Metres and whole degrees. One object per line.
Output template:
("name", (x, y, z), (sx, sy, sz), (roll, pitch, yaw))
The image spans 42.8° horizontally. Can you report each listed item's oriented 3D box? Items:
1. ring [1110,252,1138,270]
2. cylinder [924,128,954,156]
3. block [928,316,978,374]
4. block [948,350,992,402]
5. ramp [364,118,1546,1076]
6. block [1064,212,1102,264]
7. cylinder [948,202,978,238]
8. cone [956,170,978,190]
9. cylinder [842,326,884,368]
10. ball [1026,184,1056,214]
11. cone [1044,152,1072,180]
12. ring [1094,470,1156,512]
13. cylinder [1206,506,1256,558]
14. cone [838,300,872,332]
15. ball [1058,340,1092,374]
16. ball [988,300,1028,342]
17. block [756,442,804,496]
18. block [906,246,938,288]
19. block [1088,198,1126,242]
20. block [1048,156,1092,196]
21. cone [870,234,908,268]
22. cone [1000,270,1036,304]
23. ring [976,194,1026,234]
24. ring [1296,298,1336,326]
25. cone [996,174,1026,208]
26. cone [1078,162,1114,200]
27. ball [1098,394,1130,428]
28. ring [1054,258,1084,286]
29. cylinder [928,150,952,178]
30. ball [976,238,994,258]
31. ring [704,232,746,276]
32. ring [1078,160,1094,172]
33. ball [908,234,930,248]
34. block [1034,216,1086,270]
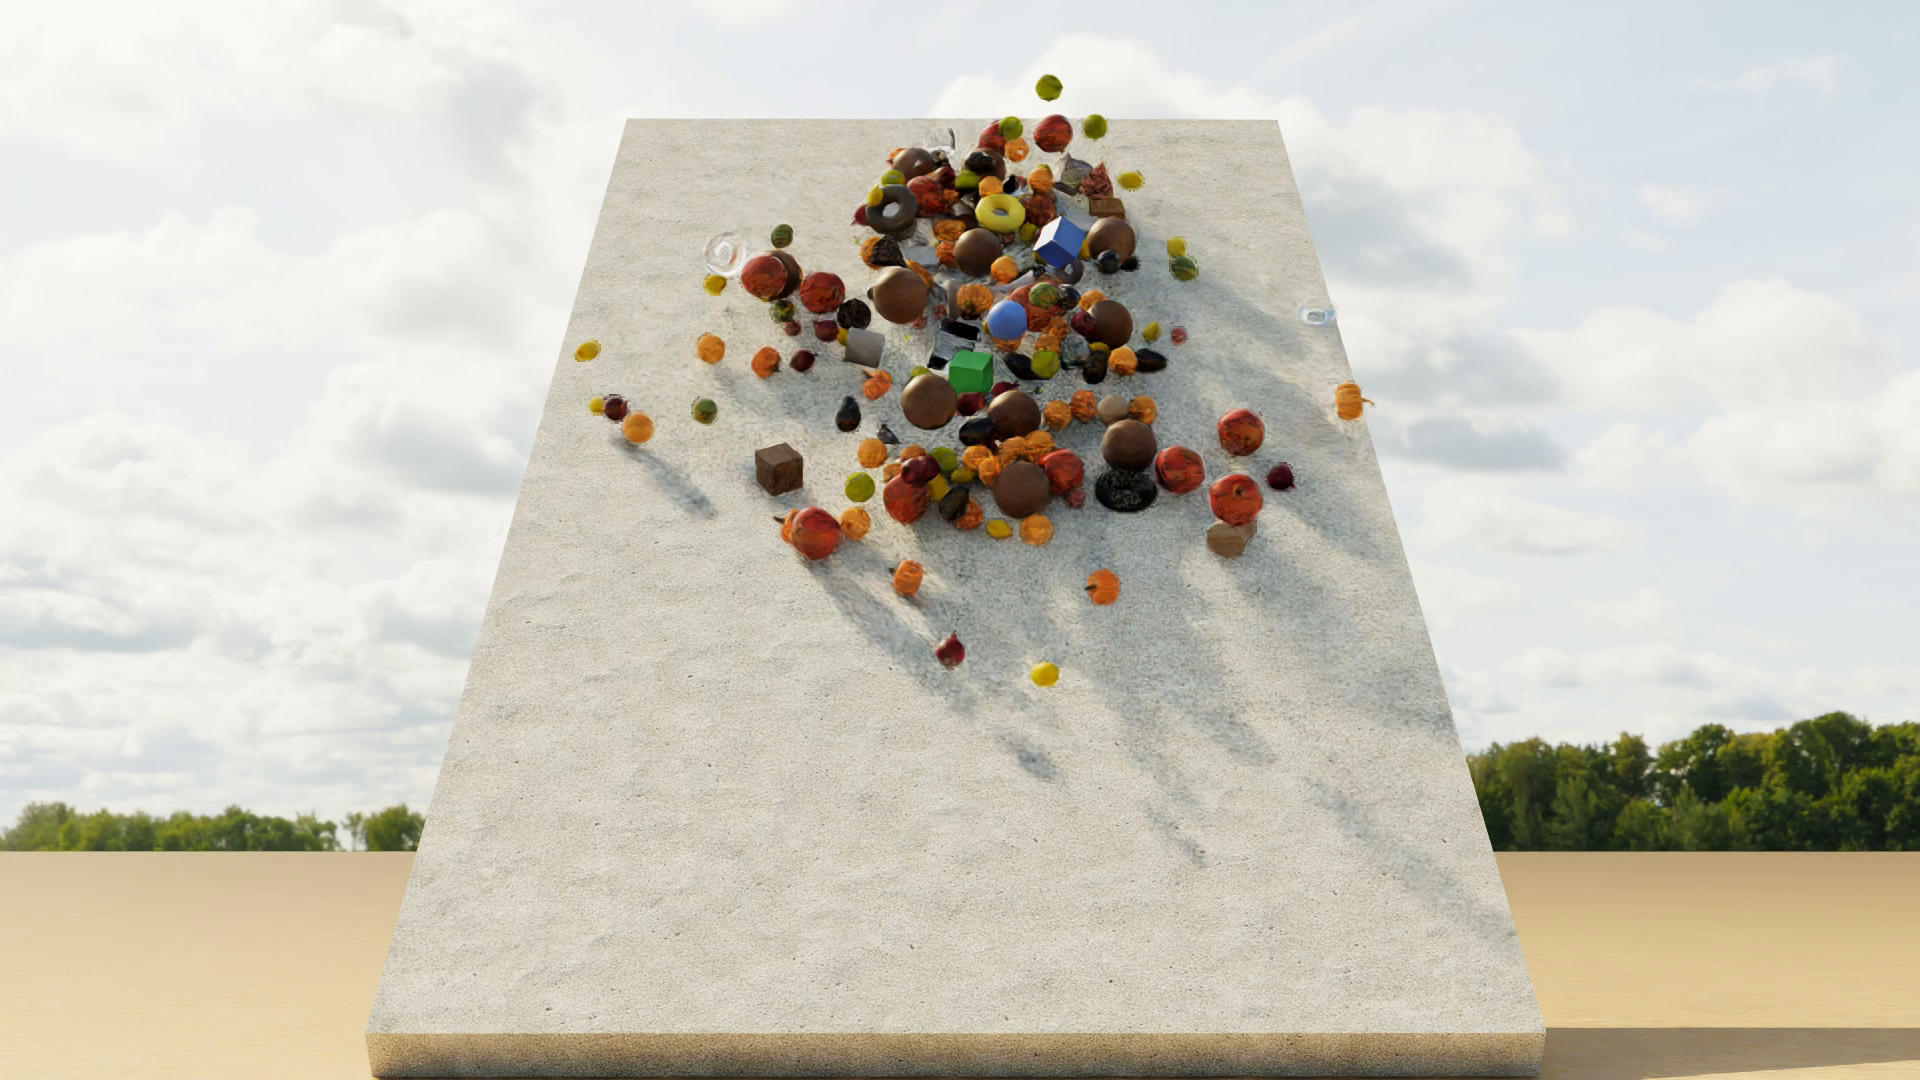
("ring", (0.443, -0.752, 6.605), (0.077, 0.026, 0.077), (15, -14, 4))
("cylinder", (-0.061, -1.176, 7.232), (0.077, 0.077, 0.077), (-5, -6, -14))
("block", (-0.017, -0.481, 6.113), (0.095, 0.095, 0.095), (18, -51, -4))
("block", (0.027, -0.406, 6.033), (0.087, 0.087, 0.087), (10, 34, 15))
("ramp", (-0.015, -0.188, 5.863), (2.000, 0.100, 4.000), (0, 32, 0))
("block", (0.325, -0.829, 6.700), (0.095, 0.095, 0.095), (18, 36, 25))
("cylinder", (0.007, -0.888, 6.810), (0.076, 0.076, 0.076), (1, 32, -7))
("cone", (0.031, -1.022, 7.040), (0.061, 0.061, 0.061), (8, 23, -50))
("cylinder", (-0.239, -0.478, 6.093), (0.087, 0.087, 0.087), (13, -9, -6))
("ball", (0.230, -0.964, 6.923), (0.085, 0.085, 0.085), (0, -7, 0))
("cone", (0.288, -1.068, 7.131), (0.093, 0.093, 0.093), (-21, -13, 17))
("ring", (0.379, -0.113, 5.607), (0.143, 0.048, 0.143), (1, 34, 0))
("cylinder", (0.601, -0.019, 5.418), (0.084, 0.084, 0.084), (-5, 27, 33))
("cone", (-0.287, -0.585, 6.341), (0.091, 0.091, 0.091), (3, 12, -21))
("ball", (0.288, -0.459, 6.120), (0.086, 0.086, 0.086), (0, -7, 0))
("ball", (0.113, -0.521, 5.826), (0.097, 0.097, 0.097), (0, -7, 0))
("block", (-0.417, -0.164, 5.652), (0.080, 0.080, 0.080), (-18, 36, -26))
("block", (-0.103, -0.731, 6.544), (0.075, 0.075, 0.075), (-3, -42, -5))
("block", (0.406, -0.886, 6.797), (0.090, 0.090, 0.090), (-2, 32, -4))
("block", (0.310, -1.024, 6.896), (0.078, 0.078, 0.078), (22, -8, -20))
("cone", (-0.166, -0.721, 6.281), (0.090, 0.090, 0.090), (38, 12, 26))
("cone", (0.141, -0.638, 6.231), (0.089, 0.089, 0.089), (-6, -6, -8))
("ring", (0.112, -0.901, 6.753), (0.138, 0.138, 0.046), (1, -39, -7))
("ring", (0.931, -0.595, 6.389), (0.104, 0.035, 0.104), (1, 36, 0))
("cone", (0.148, -1.005, 6.956), (0.097, 0.097, 0.097), (0, -42, -4))
("cone", (0.387, -1.015, 6.801), (0.099, 0.099, 0.099), (1, -43, -11))
("ball", (0.366, -0.308, 5.843), (0.078, 0.078, 0.078), (0, -7, 0))
("ring", (0.288, -0.716, 6.477), (0.086, 0.086, 0.029), (-6, 7, 38))
("cylinder", (-0.060, -1.088, 7.072), (0.057, 0.057, 0.057), (-2, -41, 19))
("ball", (0.067, -0.798, 6.691), (0.051, 0.051, 0.051), (0, -7, 0))
("ring", (-0.583, -0.709, 6.080), (0.112, 0.112, 0.037), (-3, 3, 20))
("ring", (0.344, -1.047, 7.043), (0.098, 0.098, 0.033), (-4, 18, 32))
("ball", (-0.112, -0.808, 6.699), (0.057, 0.057, 0.057), (0, -7, 0))
("block", (0.259, -0.771, 6.345), (0.084, 0.084, 0.084), (35, -31, -21))
